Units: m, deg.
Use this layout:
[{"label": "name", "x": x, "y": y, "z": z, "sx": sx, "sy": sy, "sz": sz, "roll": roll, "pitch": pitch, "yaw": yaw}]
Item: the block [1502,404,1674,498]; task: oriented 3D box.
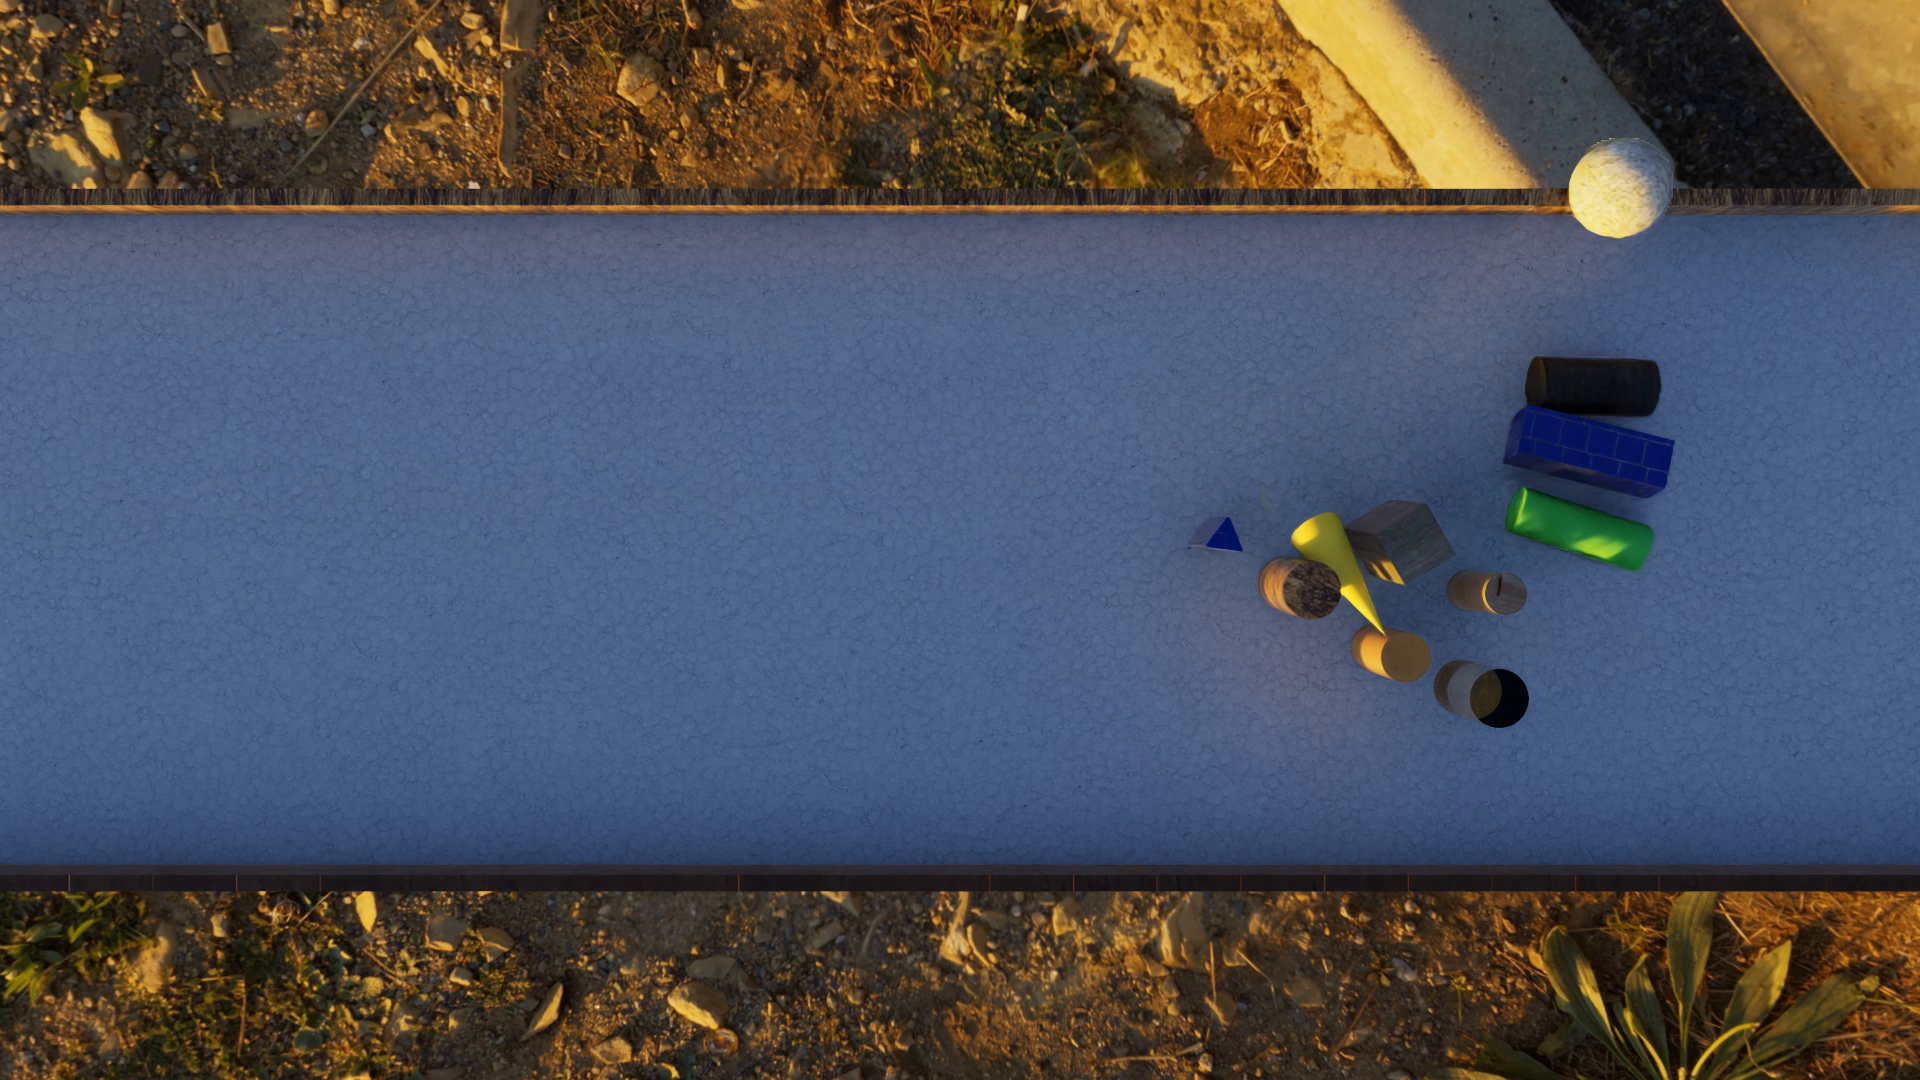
[{"label": "block", "x": 1.892, "y": -0.265, "z": 4.972, "sx": 0.440, "sy": 0.150, "sz": 0.150, "roll": 15, "pitch": 80, "yaw": 4}]

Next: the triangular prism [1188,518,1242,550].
[{"label": "triangular prism", "x": 0.756, "y": -0.021, "z": 4.878, "sx": 0.103, "sy": 0.396, "sz": 0.089, "roll": 8, "pitch": 90, "yaw": 0}]

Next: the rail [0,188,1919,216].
[{"label": "rail", "x": -2.247, "y": -1.025, "z": 5.002, "sx": 12.000, "sy": 0.150, "sz": 0.050, "roll": 0, "pitch": 90, "yaw": 0}]

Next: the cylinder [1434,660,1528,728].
[{"label": "cylinder", "x": 1.543, "y": 0.453, "z": 4.897, "sx": 0.170, "sy": 0.359, "sz": 0.170, "roll": 0, "pitch": 90, "yaw": 0}]

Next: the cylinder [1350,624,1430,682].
[{"label": "cylinder", "x": 1.276, "y": 0.333, "z": 4.901, "sx": 0.144, "sy": 0.348, "sz": 0.144, "roll": 0, "pitch": 91, "yaw": -1}]

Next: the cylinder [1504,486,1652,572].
[{"label": "cylinder", "x": 1.875, "y": -0.034, "z": 5.002, "sx": 0.397, "sy": 0.146, "sz": 0.146, "roll": 18, "pitch": 90, "yaw": 0}]

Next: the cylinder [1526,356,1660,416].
[{"label": "cylinder", "x": 1.913, "y": -0.465, "z": 4.992, "sx": 0.343, "sy": 0.170, "sz": 0.170, "roll": 2, "pitch": 90, "yaw": 0}]

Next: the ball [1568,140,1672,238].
[{"label": "ball", "x": 1.849, "y": -0.985, "z": 4.626, "sx": 0.270, "sy": 0.270, "sz": 0.270, "roll": 0, "pitch": 90, "yaw": 0}]

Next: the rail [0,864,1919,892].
[{"label": "rail", "x": -2.247, "y": 1.025, "z": 5.001, "sx": 12.000, "sy": 0.150, "sz": 0.050, "roll": 0, "pitch": 90, "yaw": 0}]

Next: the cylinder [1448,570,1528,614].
[{"label": "cylinder", "x": 1.560, "y": 0.154, "z": 4.893, "sx": 0.121, "sy": 0.366, "sz": 0.121, "roll": 0, "pitch": 90, "yaw": 0}]

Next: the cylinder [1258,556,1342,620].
[{"label": "cylinder", "x": 0.996, "y": 0.137, "z": 4.861, "sx": 0.165, "sy": 0.427, "sz": 0.165, "roll": 0, "pitch": 91, "yaw": 1}]

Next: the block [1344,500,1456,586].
[{"label": "block", "x": 1.299, "y": 0.003, "z": 4.896, "sx": 0.171, "sy": 0.350, "sz": 0.171, "roll": -31, "pitch": 94, "yaw": 0}]

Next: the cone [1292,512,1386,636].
[{"label": "cone", "x": 1.156, "y": 0.125, "z": 4.894, "sx": 0.165, "sy": 0.165, "sz": 0.413, "roll": -27, "pitch": 57, "yaw": 0}]
